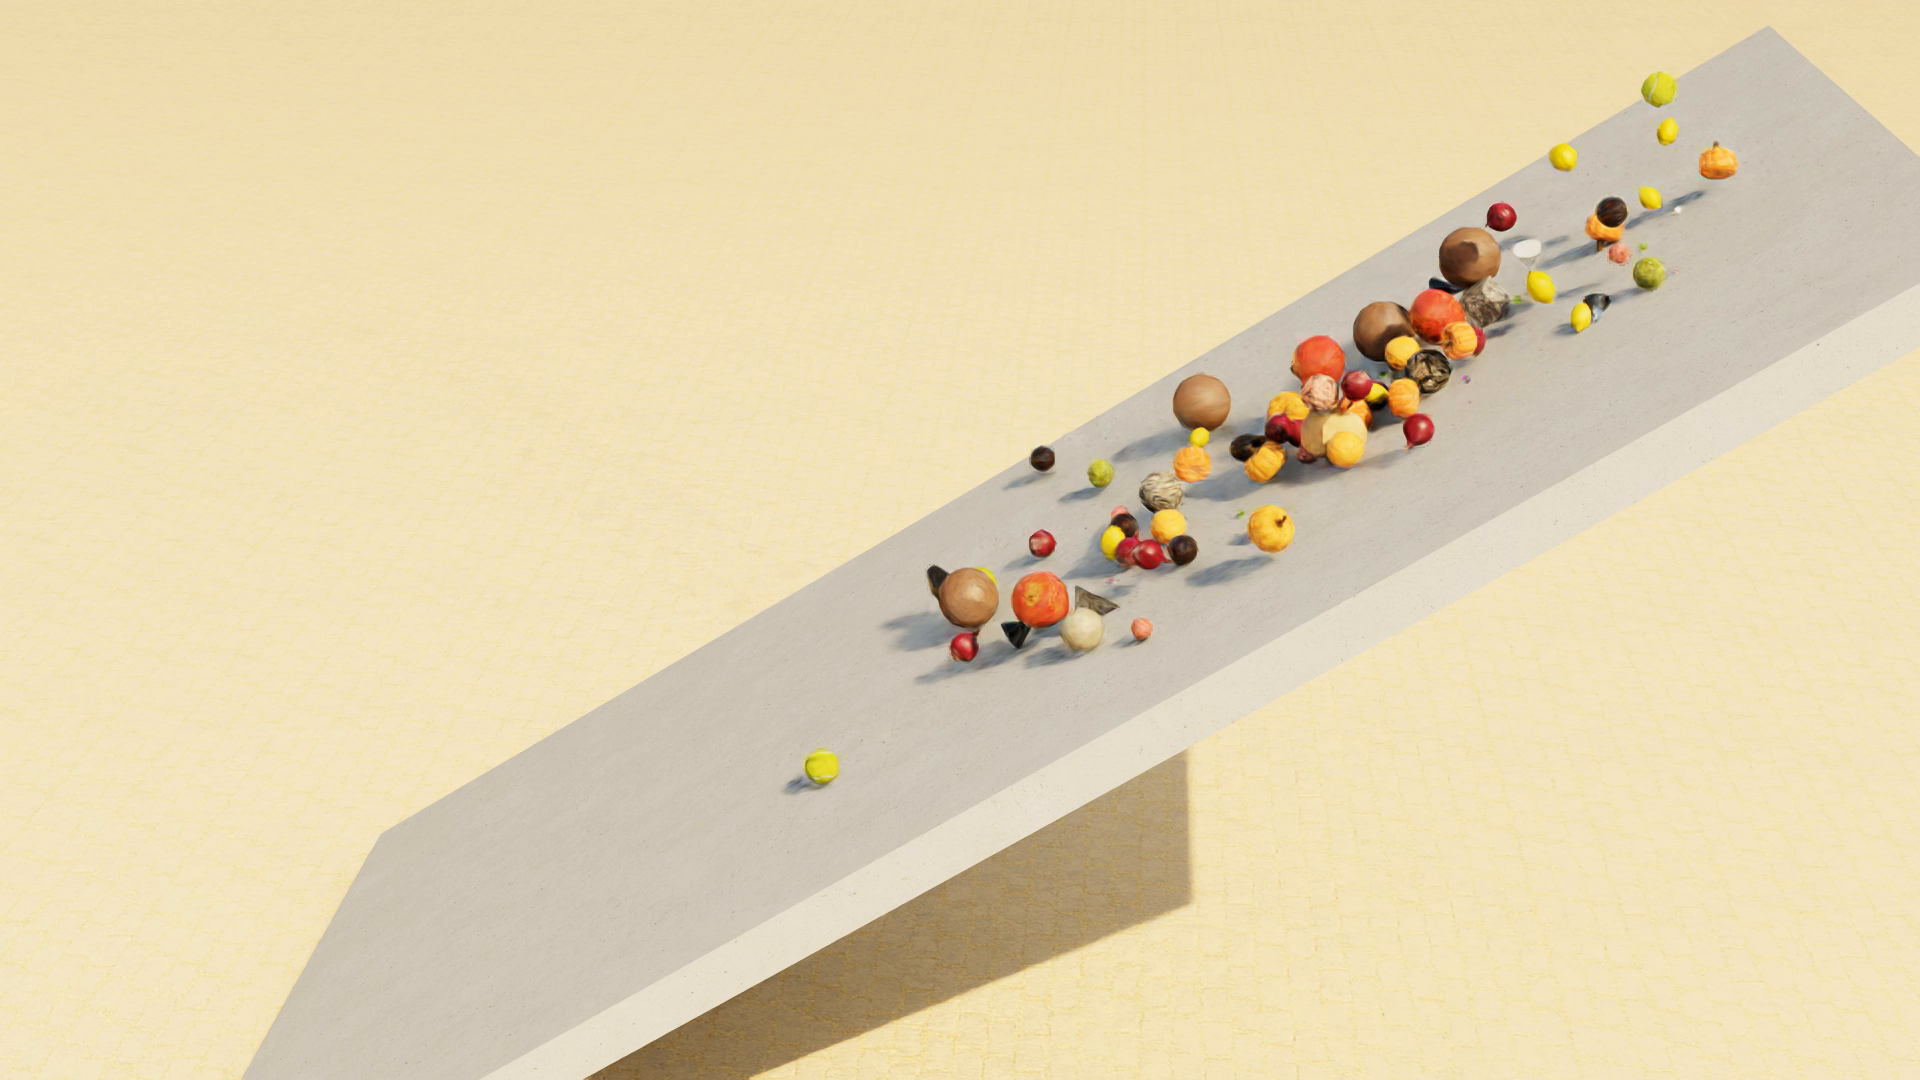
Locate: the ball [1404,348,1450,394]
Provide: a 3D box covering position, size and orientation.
[{"bbox_3d":[0.931,-0.336,5.858,0.089,0.089,0.089,0,20,0],"label":"ball"}]

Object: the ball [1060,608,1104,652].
[{"bbox_3d":[0.237,0.174,5.712,0.086,0.086,0.086,0,20,0],"label":"ball"}]

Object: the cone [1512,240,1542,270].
[{"bbox_3d":[1.174,-0.579,6.064,0.059,0.059,0.059,-11,43,11],"label":"cone"}]

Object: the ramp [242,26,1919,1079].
[{"bbox_3d":[0.141,0.170,6.292,4.000,0.100,2.000,-30,15,13],"label":"ramp"}]

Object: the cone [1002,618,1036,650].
[{"bbox_3d":[0.129,0.176,5.958,0.065,0.065,0.065,-36,15,13],"label":"cone"}]

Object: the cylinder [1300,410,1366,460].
[{"bbox_3d":[0.741,-0.210,5.841,0.098,0.098,0.098,-7,7,-19],"label":"cylinder"}]

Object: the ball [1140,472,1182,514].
[{"bbox_3d":[0.422,-0.099,6.176,0.091,0.091,0.091,0,20,0],"label":"ball"}]

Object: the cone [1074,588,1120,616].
[{"bbox_3d":[0.276,0.133,5.852,0.087,0.087,0.087,-5,19,9],"label":"cone"}]

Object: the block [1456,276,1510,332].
[{"bbox_3d":[1.076,-0.487,6.047,0.069,0.069,0.069,-34,13,38],"label":"block"}]

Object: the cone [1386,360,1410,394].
[{"bbox_3d":[0.919,-0.340,6.006,0.075,0.075,0.075,-15,20,2],"label":"cone"}]

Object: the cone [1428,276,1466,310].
[{"bbox_3d":[1.051,-0.533,6.299,0.073,0.073,0.073,-5,15,31],"label":"cone"}]

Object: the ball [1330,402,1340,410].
[{"bbox_3d":[0.758,-0.273,6.086,0.056,0.056,0.056,0,20,0],"label":"ball"}]

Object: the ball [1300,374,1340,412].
[{"bbox_3d":[0.708,-0.289,5.787,0.075,0.075,0.075,0,20,0],"label":"ball"}]
